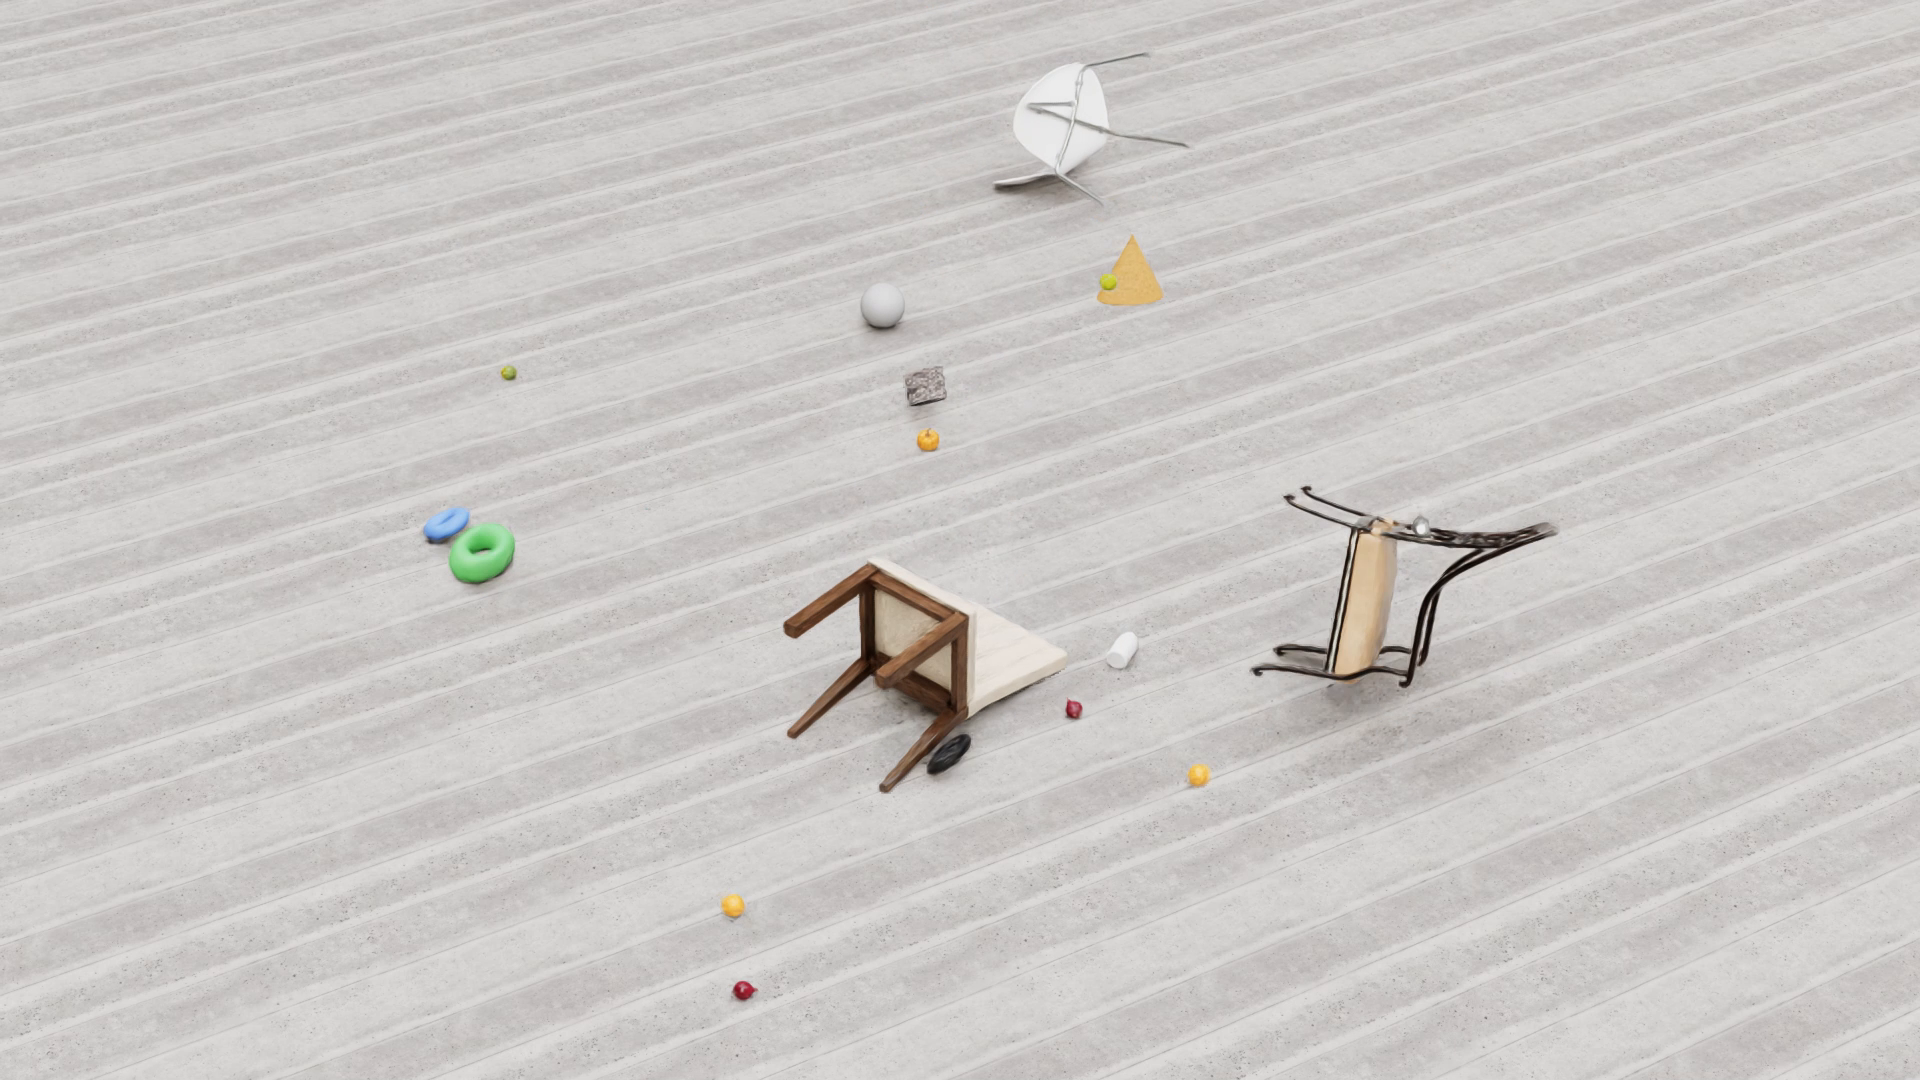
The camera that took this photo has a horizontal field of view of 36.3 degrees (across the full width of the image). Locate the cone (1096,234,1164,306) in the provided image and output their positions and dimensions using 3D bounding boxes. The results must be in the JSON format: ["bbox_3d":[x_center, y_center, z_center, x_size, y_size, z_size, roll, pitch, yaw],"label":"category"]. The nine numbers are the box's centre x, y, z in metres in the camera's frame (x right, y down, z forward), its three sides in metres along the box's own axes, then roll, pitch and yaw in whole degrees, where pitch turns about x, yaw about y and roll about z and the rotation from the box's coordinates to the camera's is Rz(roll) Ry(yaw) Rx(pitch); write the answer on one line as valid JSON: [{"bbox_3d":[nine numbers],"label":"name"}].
[{"bbox_3d":[0.728,-1.165,12.437,0.294,0.303,0.159,-5,34,-7],"label":"cone"}]

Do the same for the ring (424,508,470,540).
[{"bbox_3d":[-1.916,-0.061,10.942,0.188,0.056,0.173,-9,28,31],"label":"ring"}]

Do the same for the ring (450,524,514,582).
[{"bbox_3d":[-1.747,0.047,10.725,0.191,0.128,0.268,39,52,19],"label":"ring"}]

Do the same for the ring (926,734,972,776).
[{"bbox_3d":[-0.036,0.713,9.740,0.187,0.043,0.190,-47,12,-30],"label":"ring"}]

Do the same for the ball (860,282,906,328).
[{"bbox_3d":[-0.323,-0.982,12.263,0.189,0.189,0.189,0,33,0],"label":"ball"}]

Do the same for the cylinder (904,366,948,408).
[{"bbox_3d":[-0.136,-0.606,11.590,0.182,0.125,0.077,-13,-8,35],"label":"cylinder"}]
